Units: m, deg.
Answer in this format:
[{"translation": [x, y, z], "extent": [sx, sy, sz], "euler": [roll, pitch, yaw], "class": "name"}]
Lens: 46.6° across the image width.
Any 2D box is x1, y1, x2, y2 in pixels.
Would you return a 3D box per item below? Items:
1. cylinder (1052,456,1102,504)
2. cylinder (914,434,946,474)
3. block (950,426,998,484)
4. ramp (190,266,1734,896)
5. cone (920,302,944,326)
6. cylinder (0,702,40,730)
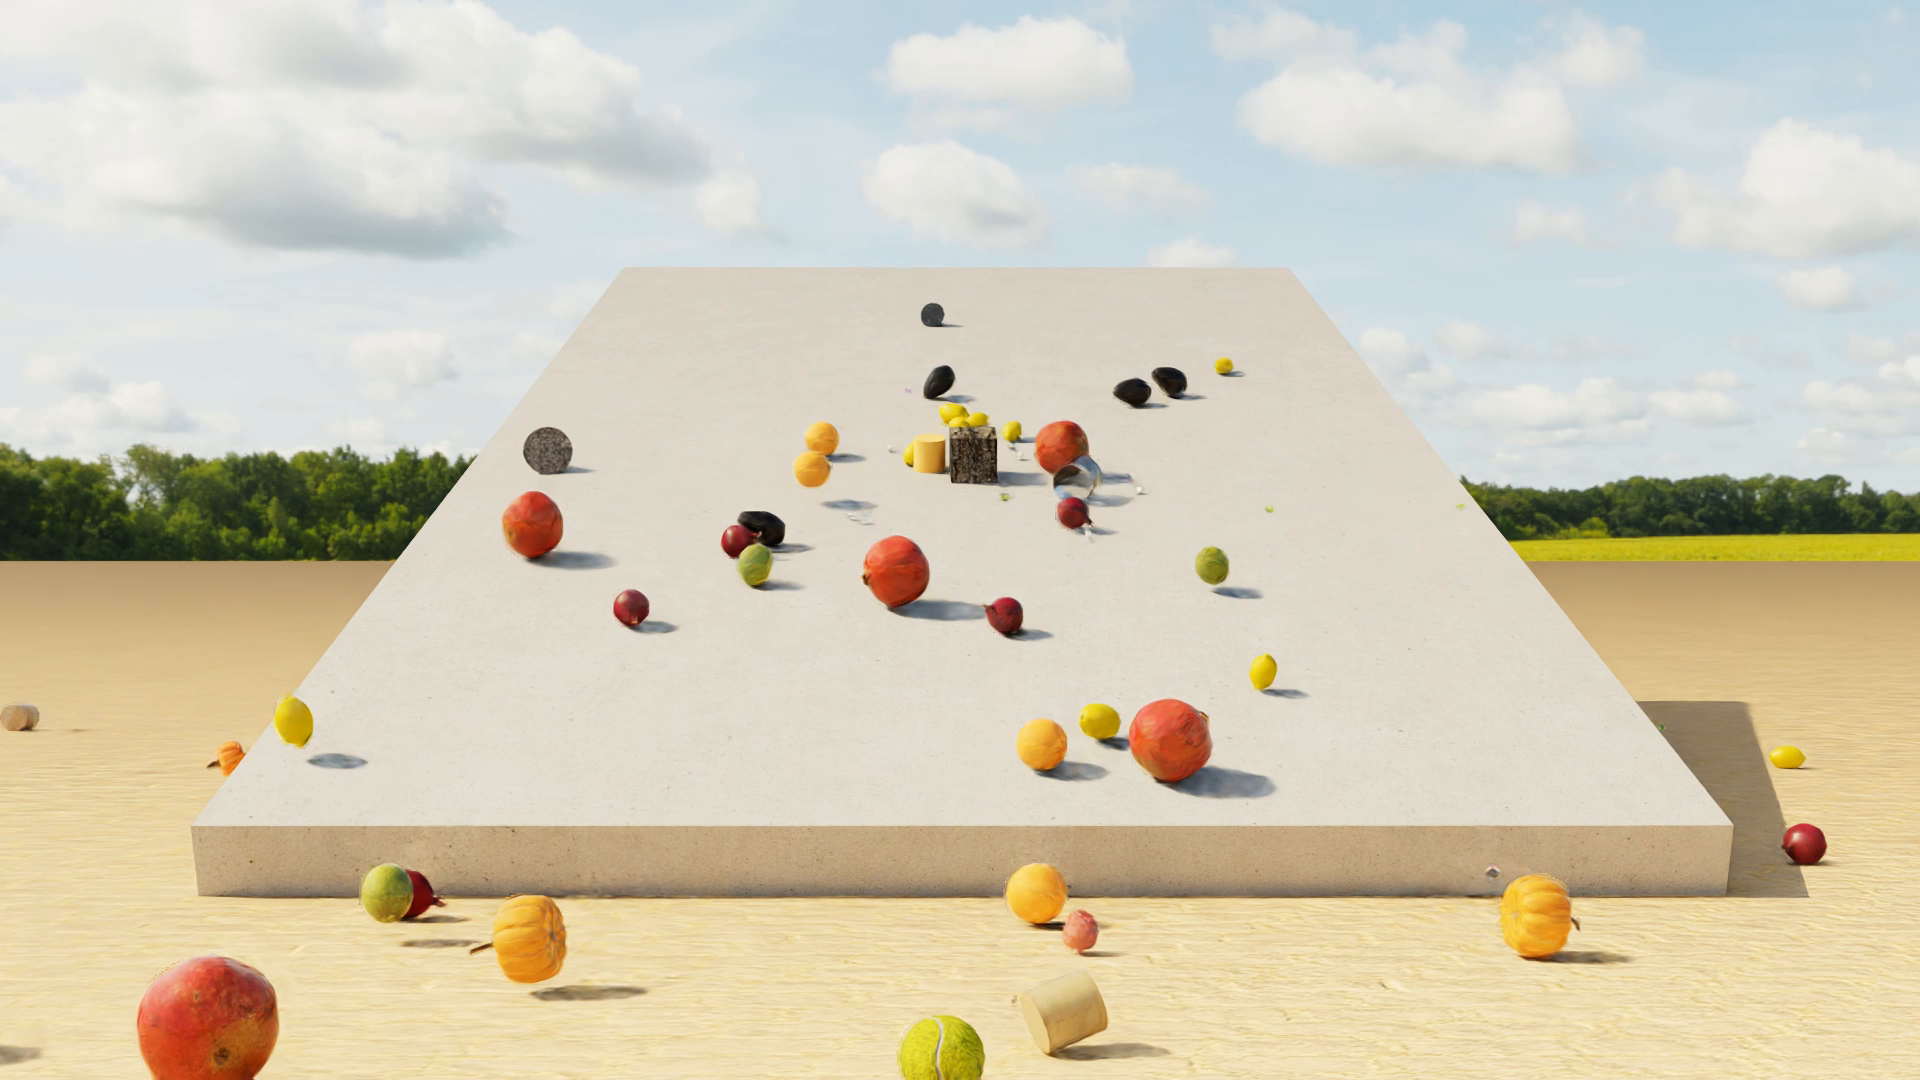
[{"translation": [0.228, -0.116, 4.318], "extent": [0.077, 0.077, 0.077], "euler": [0, 18, 22], "class": "cylinder"}, {"translation": [-0.062, -0.176, 4.524], "extent": [0.065, 0.065, 0.065], "euler": [0, 17, 0], "class": "cylinder"}, {"translation": [0.027, -0.171, 4.466], "extent": [0.092, 0.092, 0.092], "euler": [-1, 17, -2], "class": "block"}, {"translation": [-0.003, -0.178, 4.810], "extent": [2.000, 0.100, 4.000], "euler": [0, 17, 0], "class": "ramp"}, {"translation": [-0.064, -0.588, 5.905], "extent": [0.066, 0.066, 0.066], "euler": [0, -10, 16], "class": "cone"}, {"translation": [-2.387, 0.450, 5.653], "extent": [0.068, 0.068, 0.068], "euler": [0, -12, 11], "class": "cylinder"}]
